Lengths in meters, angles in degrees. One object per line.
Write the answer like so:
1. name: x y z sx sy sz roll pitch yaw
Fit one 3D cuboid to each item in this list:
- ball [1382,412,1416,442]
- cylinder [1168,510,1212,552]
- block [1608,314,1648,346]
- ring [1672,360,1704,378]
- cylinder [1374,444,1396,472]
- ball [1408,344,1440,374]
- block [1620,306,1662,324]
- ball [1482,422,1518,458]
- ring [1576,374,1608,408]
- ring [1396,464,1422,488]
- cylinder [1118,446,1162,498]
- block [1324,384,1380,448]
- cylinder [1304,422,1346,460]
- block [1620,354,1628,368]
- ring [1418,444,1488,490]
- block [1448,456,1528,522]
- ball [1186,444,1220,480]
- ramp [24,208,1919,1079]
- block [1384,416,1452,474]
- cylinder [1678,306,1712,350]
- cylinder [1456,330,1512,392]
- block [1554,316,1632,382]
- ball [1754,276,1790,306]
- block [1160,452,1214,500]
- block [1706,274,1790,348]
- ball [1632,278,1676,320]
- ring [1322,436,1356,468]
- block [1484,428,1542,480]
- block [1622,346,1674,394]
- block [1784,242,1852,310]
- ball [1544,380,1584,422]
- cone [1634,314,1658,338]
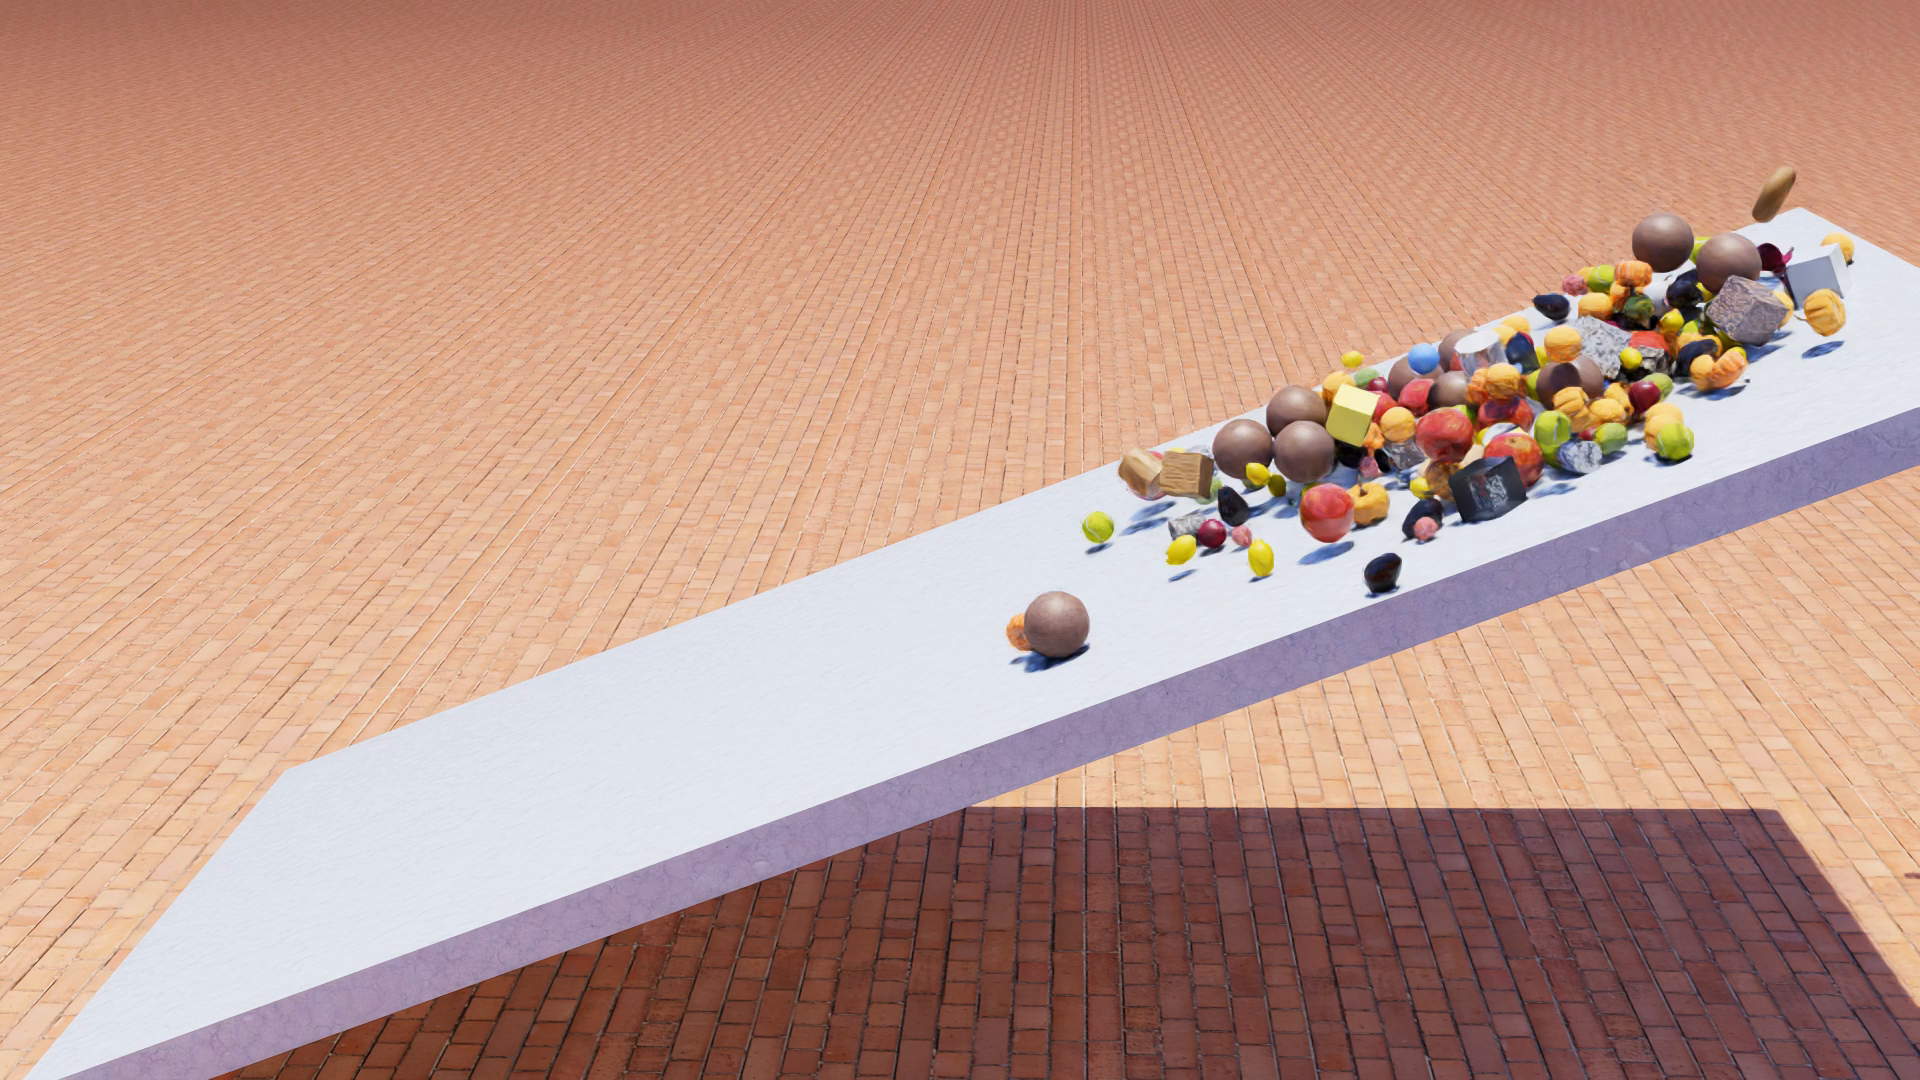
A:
1. ball: 0.932 -0.230 6.198 0.084 0.084 0.084 0 13 0
2. cylinder: 0.477 -0.019 6.104 0.069 0.069 0.069 -23 17 -7
3. block: 1.432 -0.451 6.312 0.057 0.057 0.057 -12 -9 38
4. ring: 1.456 -0.345 5.911 0.075 0.025 0.075 -11 11 2
5. cylinder: 0.892 -0.173 6.082 0.053 0.053 0.053 -23 23 -26
6. ball: 0.964 -0.377 6.112 0.065 0.065 0.065 0 13 0
7. block: 1.483 -0.485 6.411 0.054 0.054 0.054 -31 11 -15
8. ball: 1.065 -0.189 5.757 0.084 0.084 0.084 0 13 0
9. ring: 1.263 -0.316 5.881 0.034 0.102 0.102 6 14 38
10. ring: 0.918 -0.130 5.911 0.087 0.029 0.087 -21 11 4
11. cylinder: 0.402 -0.148 6.414 0.084 0.084 0.084 38 31 24
12. block: 0.809 -0.258 6.081 0.083 0.083 0.083 19 37 9
13. cylinder: 0.788 -0.214 6.358 0.063 0.063 0.063 33 -8 -36
14. block: 1.364 -0.387 6.190 0.058 0.058 0.058 -25 12 -13
15. ring: 0.979 -0.145 5.817 0.149 0.050 0.149 -21 14 6
16. block: 0.984 -0.095 5.487 0.090 0.090 0.090 -30 14 -34
17. ball: 0.539 -0.169 6.615 0.090 0.090 0.090 0 13 0
18. ramp: 0.121 0.175 6.293 4.000 0.100 2.000 -20 12 7
19. block: 0.940 -0.195 6.018 0.084 0.084 0.084 -33 16 -33
20. cylinder: 1.512 -0.435 6.047 0.069 0.069 0.069 3 -17 1
21. cylinder: 1.070 -0.365 6.010 0.092 0.092 0.092 -20 24 9
22. block: 1.246 -0.376 5.790 0.096 0.096 0.096 22 -4 -9
23. ball: 1.656 -0.494 6.050 0.098 0.098 0.098 0 13 0
24. block: 0.472 -0.135 6.124 0.084 0.084 0.084 4 -6 23
25. block: 1.565 -0.455 5.845 0.094 0.094 0.094 11 31 -32
26. ball: 1.450 -0.503 6.144 0.090 0.090 0.090 0 13 0
27. ring: 0.806 -0.190 6.260 0.088 0.029 0.088 43 10 -9
28. block: 1.065 -0.161 5.660 0.075 0.075 0.075 -26 12 3
29. block: 1.356 -0.335 5.794 0.064 0.064 0.064 -40 35 -26
30. block: 1.774 -0.546 6.077 0.095 0.095 0.095 -14 14 33
31. ball: 1.218 -0.280 5.918 0.081 0.081 0.081 0 13 0
32. cone: 1.410 -0.428 6.021 0.050 0.050 0.050 -18 45 18
